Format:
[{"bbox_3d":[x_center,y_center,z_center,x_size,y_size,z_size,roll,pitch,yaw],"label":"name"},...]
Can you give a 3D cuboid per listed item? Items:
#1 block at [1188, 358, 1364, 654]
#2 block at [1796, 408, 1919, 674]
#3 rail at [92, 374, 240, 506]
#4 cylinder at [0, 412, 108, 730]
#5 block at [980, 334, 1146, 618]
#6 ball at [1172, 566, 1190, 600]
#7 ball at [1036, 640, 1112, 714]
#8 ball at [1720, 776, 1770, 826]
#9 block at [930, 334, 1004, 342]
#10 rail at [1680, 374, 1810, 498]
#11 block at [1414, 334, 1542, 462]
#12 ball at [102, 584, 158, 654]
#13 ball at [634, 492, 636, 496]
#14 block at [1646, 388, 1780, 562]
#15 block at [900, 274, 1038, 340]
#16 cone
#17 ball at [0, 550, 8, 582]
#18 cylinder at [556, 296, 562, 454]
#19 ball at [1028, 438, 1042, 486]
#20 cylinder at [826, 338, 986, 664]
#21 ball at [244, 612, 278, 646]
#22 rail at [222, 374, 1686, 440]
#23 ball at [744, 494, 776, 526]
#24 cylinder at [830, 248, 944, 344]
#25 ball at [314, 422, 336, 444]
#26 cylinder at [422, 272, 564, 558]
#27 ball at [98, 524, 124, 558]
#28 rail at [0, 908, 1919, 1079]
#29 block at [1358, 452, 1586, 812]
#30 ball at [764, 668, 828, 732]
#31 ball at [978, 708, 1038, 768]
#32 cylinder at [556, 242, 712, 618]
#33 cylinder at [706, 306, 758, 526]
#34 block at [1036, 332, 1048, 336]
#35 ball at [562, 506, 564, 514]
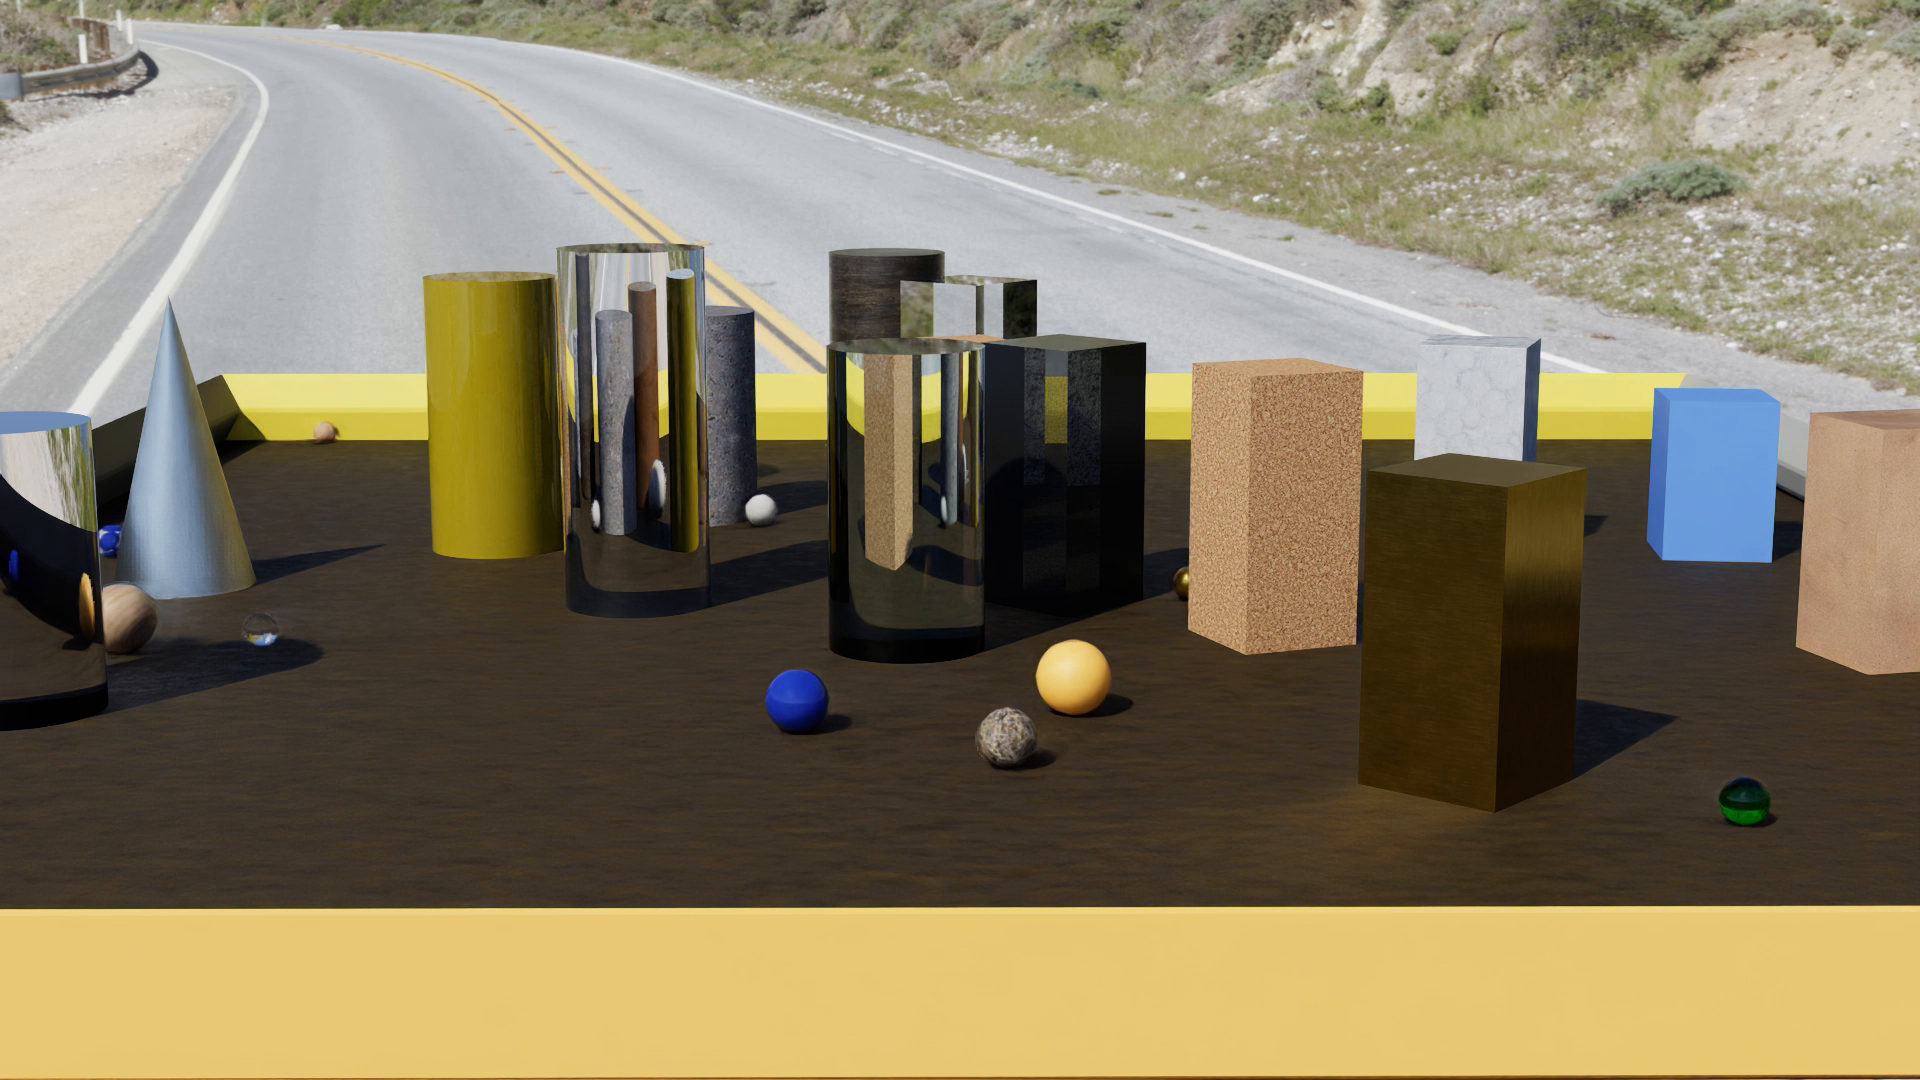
[{"bbox_3d":[0.401,-0.047,3.280,0.159,0.350,0.159,-4,11,-22],"label":"block"},{"bbox_3d":[1.157,-0.001,3.172,0.159,0.299,0.159,-3,11,-14],"label":"block"},{"bbox_3d":[-1.415,0.035,3.441,0.045,0.129,3.250,0,10,0],"label":"rail"},{"bbox_3d":[-1.079,0.031,2.908,0.198,0.331,0.198,0,10,0],"label":"cylinder"},{"bbox_3d":[0.140,-0.092,3.503,0.159,0.357,0.159,10,15,43],"label":"block"},{"bbox_3d":[0.316,0.060,3.540,0.046,0.046,0.046,0,10,0],"label":"ball"},{"bbox_3d":[0.129,0.156,2.912,0.085,0.085,0.085,0,10,0],"label":"ball"},{"bbox_3d":[0.762,0.253,2.490,0.048,0.048,0.048,0,10,0],"label":"ball"},{"bbox_3d":[-0.003,-0.142,3.883,0.159,0.317,0.159,-5,12,-24],"label":"block"},{"bbox_3d":[1.415,0.032,3.457,0.045,0.129,3.250,0,10,0],"label":"rail"},{"bbox_3d":[0.780,-0.141,3.872,0.159,0.319,0.159,4,11,20],"label":"block"},{"bbox_3d":[-1.052,0.098,3.217,0.087,0.087,0.087,0,10,0],"label":"ball"},{"bbox_3d":[-0.519,-0.077,4.278,0.046,0.046,0.046,0,10,0],"label":"ball"},{"bbox_3d":[1.135,-0.100,3.871,0.159,0.239,0.159,1,11,7],"label":"block"},{"bbox_3d":[0.015,-0.237,4.219,0.159,0.381,0.159,9,14,39],"label":"block"},{"bbox_3d":[-1.102,-0.140,3.610,0.198,0.412,0.198,0,10,0],"label":"cone"},{"bbox_3d":[-1.378,0.036,3.627,0.061,0.061,0.061,0,10,0],"label":"ball"},{"bbox_3d":[-0.629,-0.253,4.351,0.198,0.364,0.198,0,10,0],"label":"cylinder"},{"bbox_3d":[0.092,-0.134,4.438,0.099,0.099,0.099,0,10,0],"label":"ball"},{"bbox_3d":[-0.067,-0.053,3.225,0.198,0.382,0.198,0,10,0],"label":"cylinder"},{"bbox_3d":[-0.886,0.114,3.254,0.043,0.043,0.043,0,10,0],"label":"ball"},{"bbox_3d":[-0.009,-0.258,5.023,2.877,0.129,0.045,0,10,0],"label":"rail"},{"bbox_3d":[-0.319,-0.048,4.105,0.051,0.051,0.051,0,10,0],"label":"ball"},{"bbox_3d":[-0.125,-0.287,4.406,0.198,0.413,0.198,0,10,0],"label":"cylinder"},{"bbox_3d":[-1.237,-0.208,4.996,0.043,0.043,0.043,0,10,0],"label":"ball"},{"bbox_3d":[-0.708,-0.193,3.893,0.198,0.413,0.198,0,10,0],"label":"cylinder"},{"bbox_3d":[-1.268,0.002,3.836,0.051,0.051,0.051,0,10,0],"label":"ball"},{"bbox_3d":[0.009,0.324,1.874,2.877,0.129,0.045,0,10,0],"label":"rail"},{"bbox_3d":[0.520,0.089,2.612,0.159,0.326,0.159,9,14,40],"label":"block"},{"bbox_3d":[-0.180,0.177,2.835,0.071,0.071,0.071,0,10,0],"label":"ball"},{"bbox_3d":[0.050,0.208,2.693,0.063,0.063,0.063,0,10,0],"label":"ball"},{"bbox_3d":[-0.441,-0.152,3.475,0.198,0.485,0.198,0,10,0],"label":"cylinder"},{"bbox_3d":[-0.430,-0.204,4.166,0.198,0.336,0.198,0,10,0],"label":"cylinder"},{"bbox_3d":[0.093,-0.238,4.591,0.159,0.249,0.159,-5,12,-27],"label":"block"},{"bbox_3d":[-0.658,-0.090,4.217,0.094,0.094,0.094,0,10,0],"label":"ball"}]
